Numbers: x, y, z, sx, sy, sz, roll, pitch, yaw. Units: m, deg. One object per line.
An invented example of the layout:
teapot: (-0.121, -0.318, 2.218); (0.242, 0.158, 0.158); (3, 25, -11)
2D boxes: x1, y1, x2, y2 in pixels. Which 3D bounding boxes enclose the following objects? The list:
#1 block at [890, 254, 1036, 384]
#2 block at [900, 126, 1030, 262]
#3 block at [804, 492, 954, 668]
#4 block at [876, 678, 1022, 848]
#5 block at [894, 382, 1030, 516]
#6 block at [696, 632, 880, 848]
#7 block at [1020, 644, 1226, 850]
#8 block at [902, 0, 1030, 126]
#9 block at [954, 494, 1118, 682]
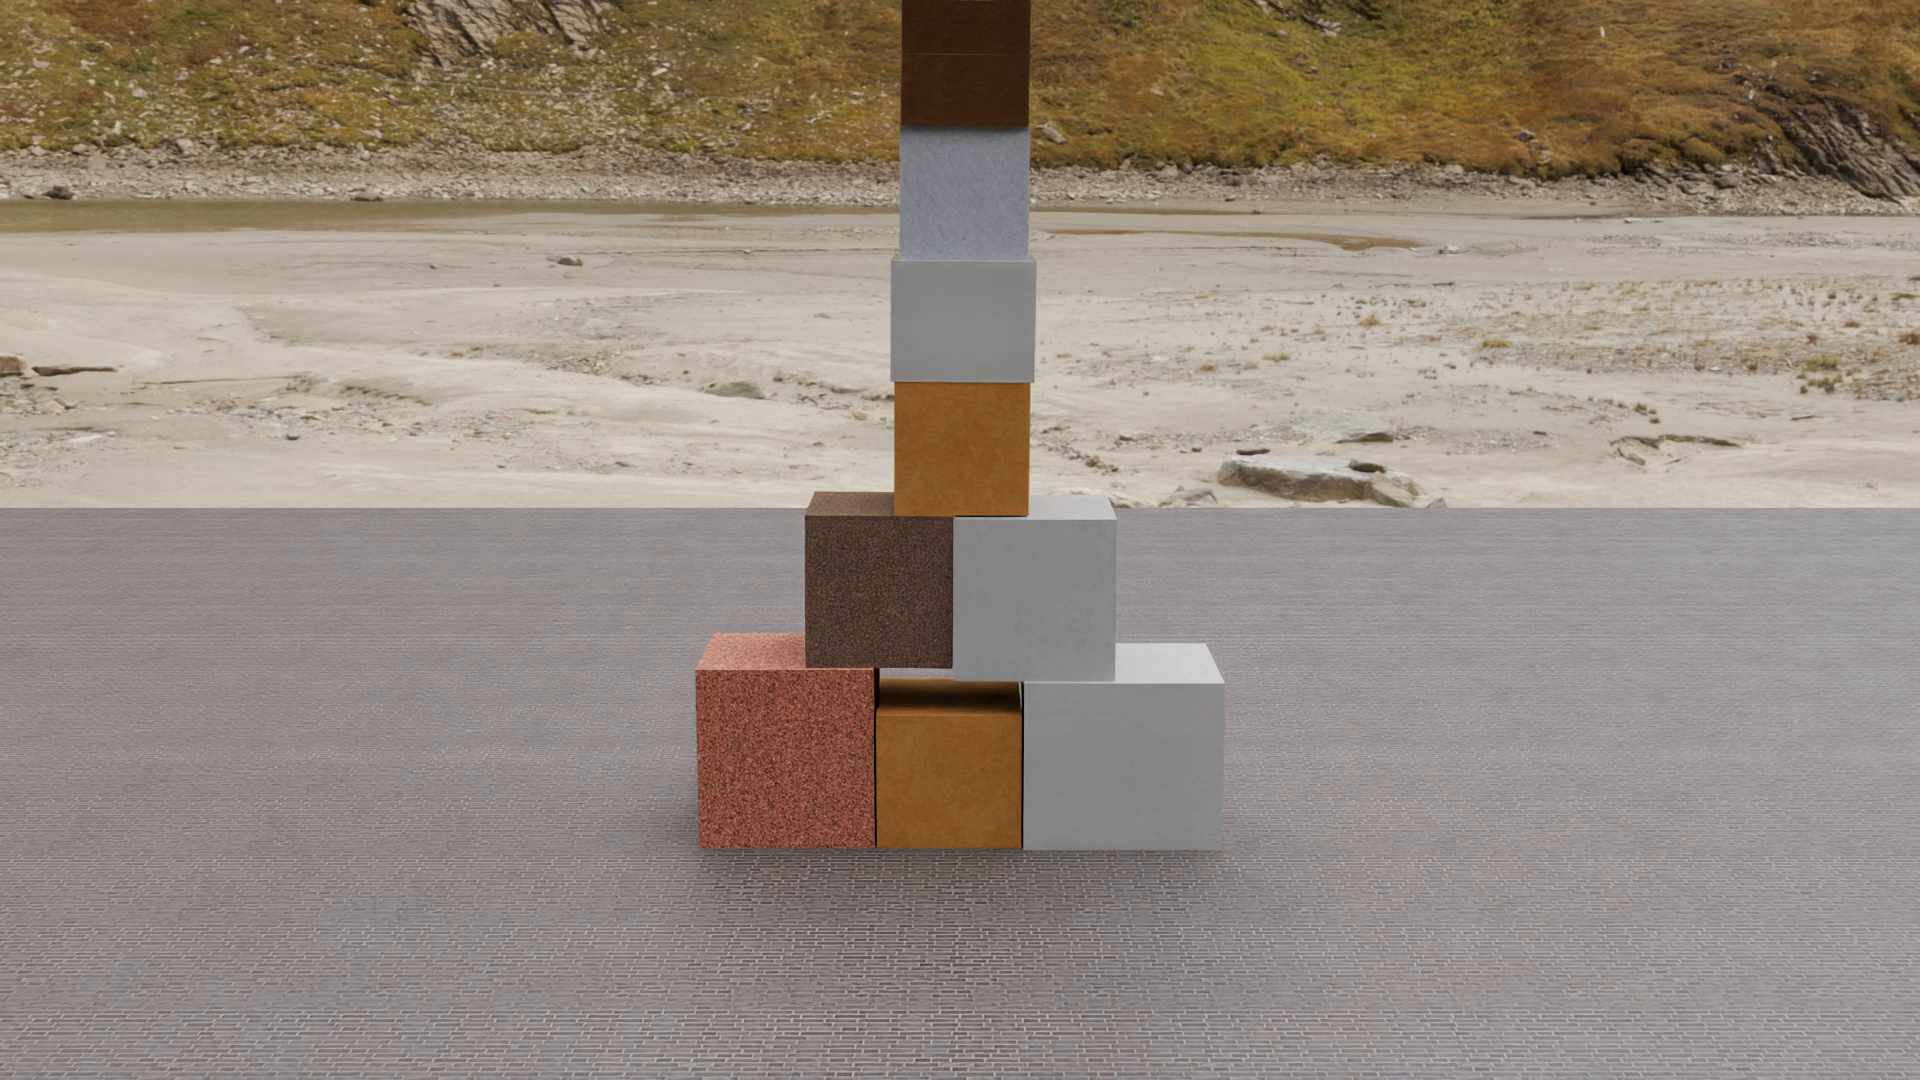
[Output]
block: (0.015, -1.113, 10.963); (0.702, 0.585, 0.659); (1, 10, 0)
block: (0.021, -1.717, 10.865); (0.624, 0.640, 0.581); (1, 10, 0)
block: (-0.398, 0.191, 11.231); (0.734, 0.767, 0.751); (1, 10, 0)
block: (-0.055, 1.141, 11.375); (0.725, 0.684, 0.785); (0, 10, 0)
block: (0.010, -0.502, 11.080); (0.661, 0.659, 0.659); (1, 10, 0)
block: (-0.869, 1.022, 11.377); (0.883, 0.920, 0.832); (0, 10, 0)
block: (0.814, 1.053, 11.373); (0.993, 0.860, 0.882); (0, 10, 0)
block: (0.026, -2.325, 10.760); (0.609, 0.594, 0.662); (1, 10, 0)
block: (0.372, 0.232, 11.203); (0.794, 0.816, 0.766); (0, 10, 0)
